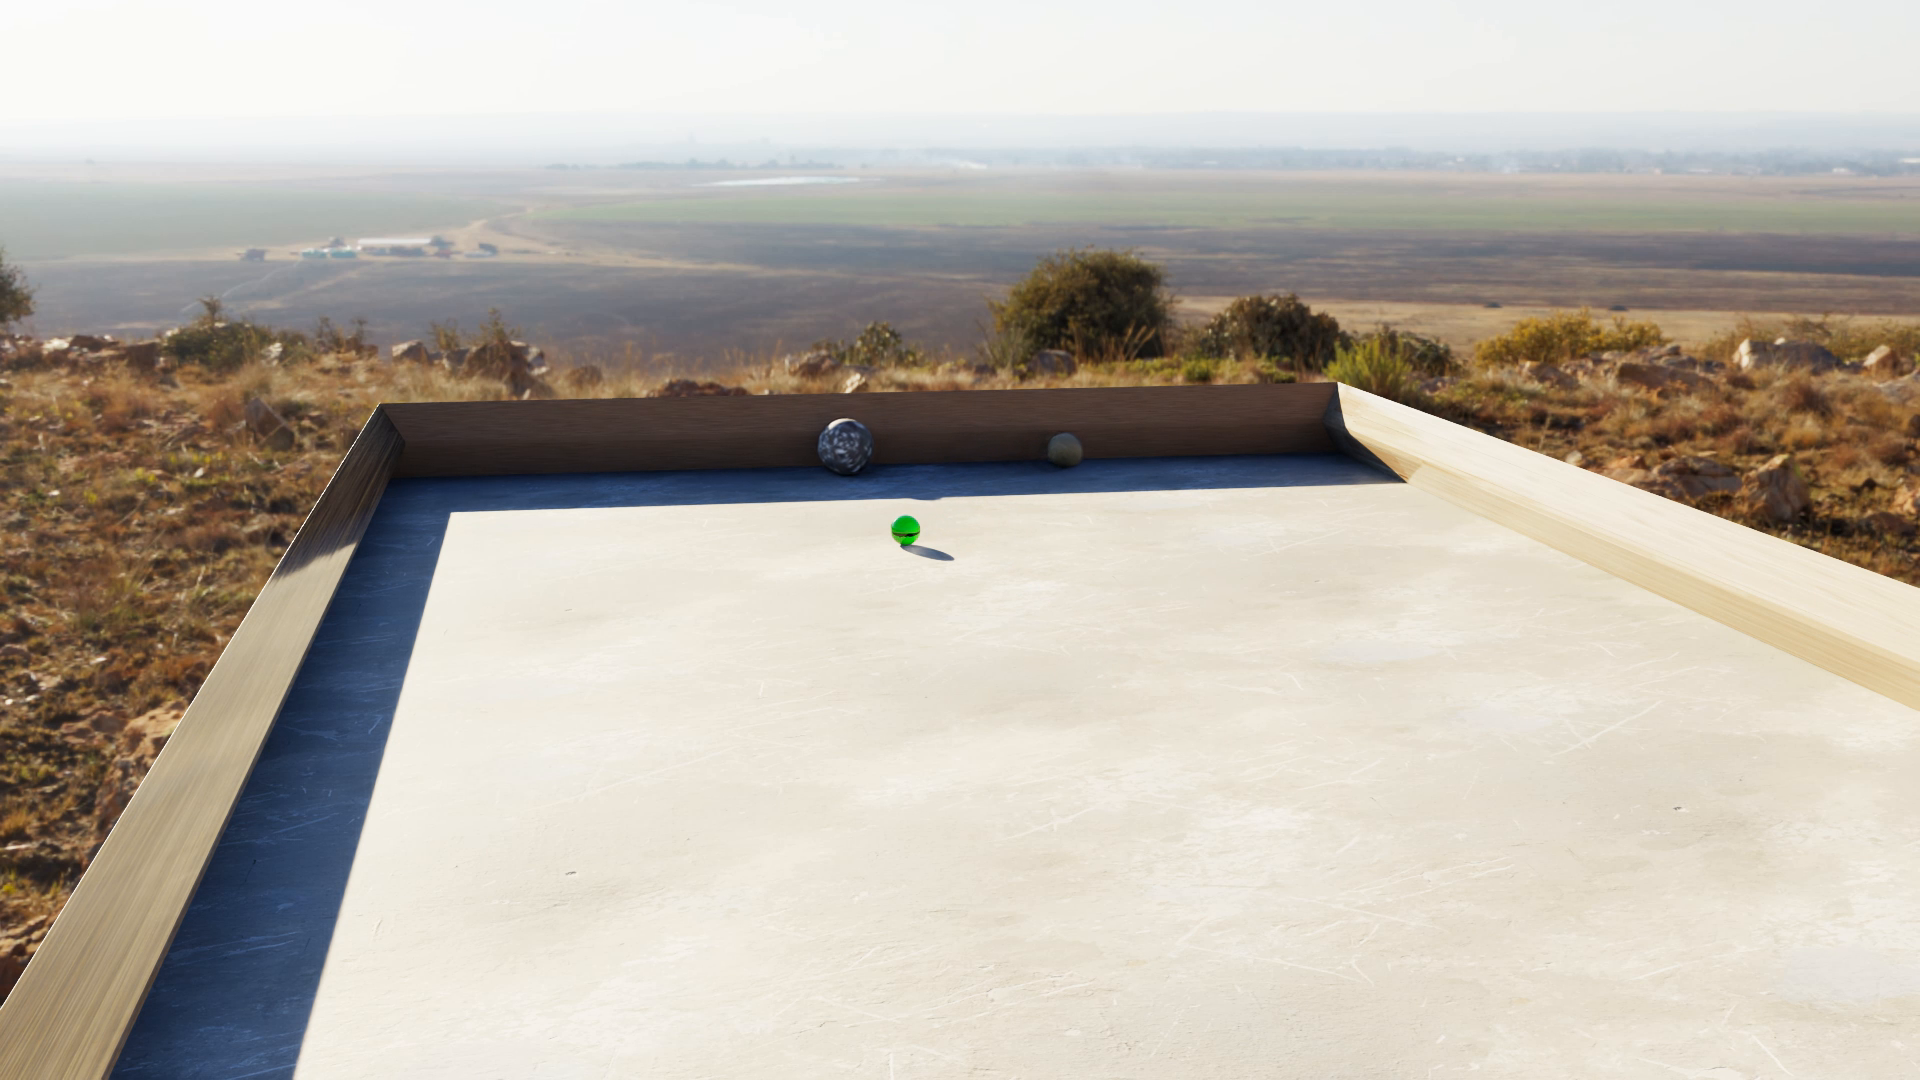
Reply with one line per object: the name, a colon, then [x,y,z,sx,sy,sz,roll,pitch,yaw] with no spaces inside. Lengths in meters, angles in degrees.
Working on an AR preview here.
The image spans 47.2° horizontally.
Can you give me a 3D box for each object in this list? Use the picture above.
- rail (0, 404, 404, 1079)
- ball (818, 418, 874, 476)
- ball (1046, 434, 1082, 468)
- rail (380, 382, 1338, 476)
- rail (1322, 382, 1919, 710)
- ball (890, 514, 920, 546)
rail: [-0.681,0.155,2.144,0.045,0.128,3.445,-2,11,-10]
ball: [-0.199,-0.162,3.837,0.098,0.098,0.098,0,11,0]
ball: [0.186,-0.159,3.910,0.063,0.063,0.063,0,11,0]
rail: [-0.146,-0.197,3.929,1.735,0.128,0.045,-2,11,-10]
rail: [0.980,0.098,2.432,0.045,0.128,3.445,-2,11,-10]
ball: [-0.080,-0.015,3.225,0.045,0.045,0.045,0,11,0]
